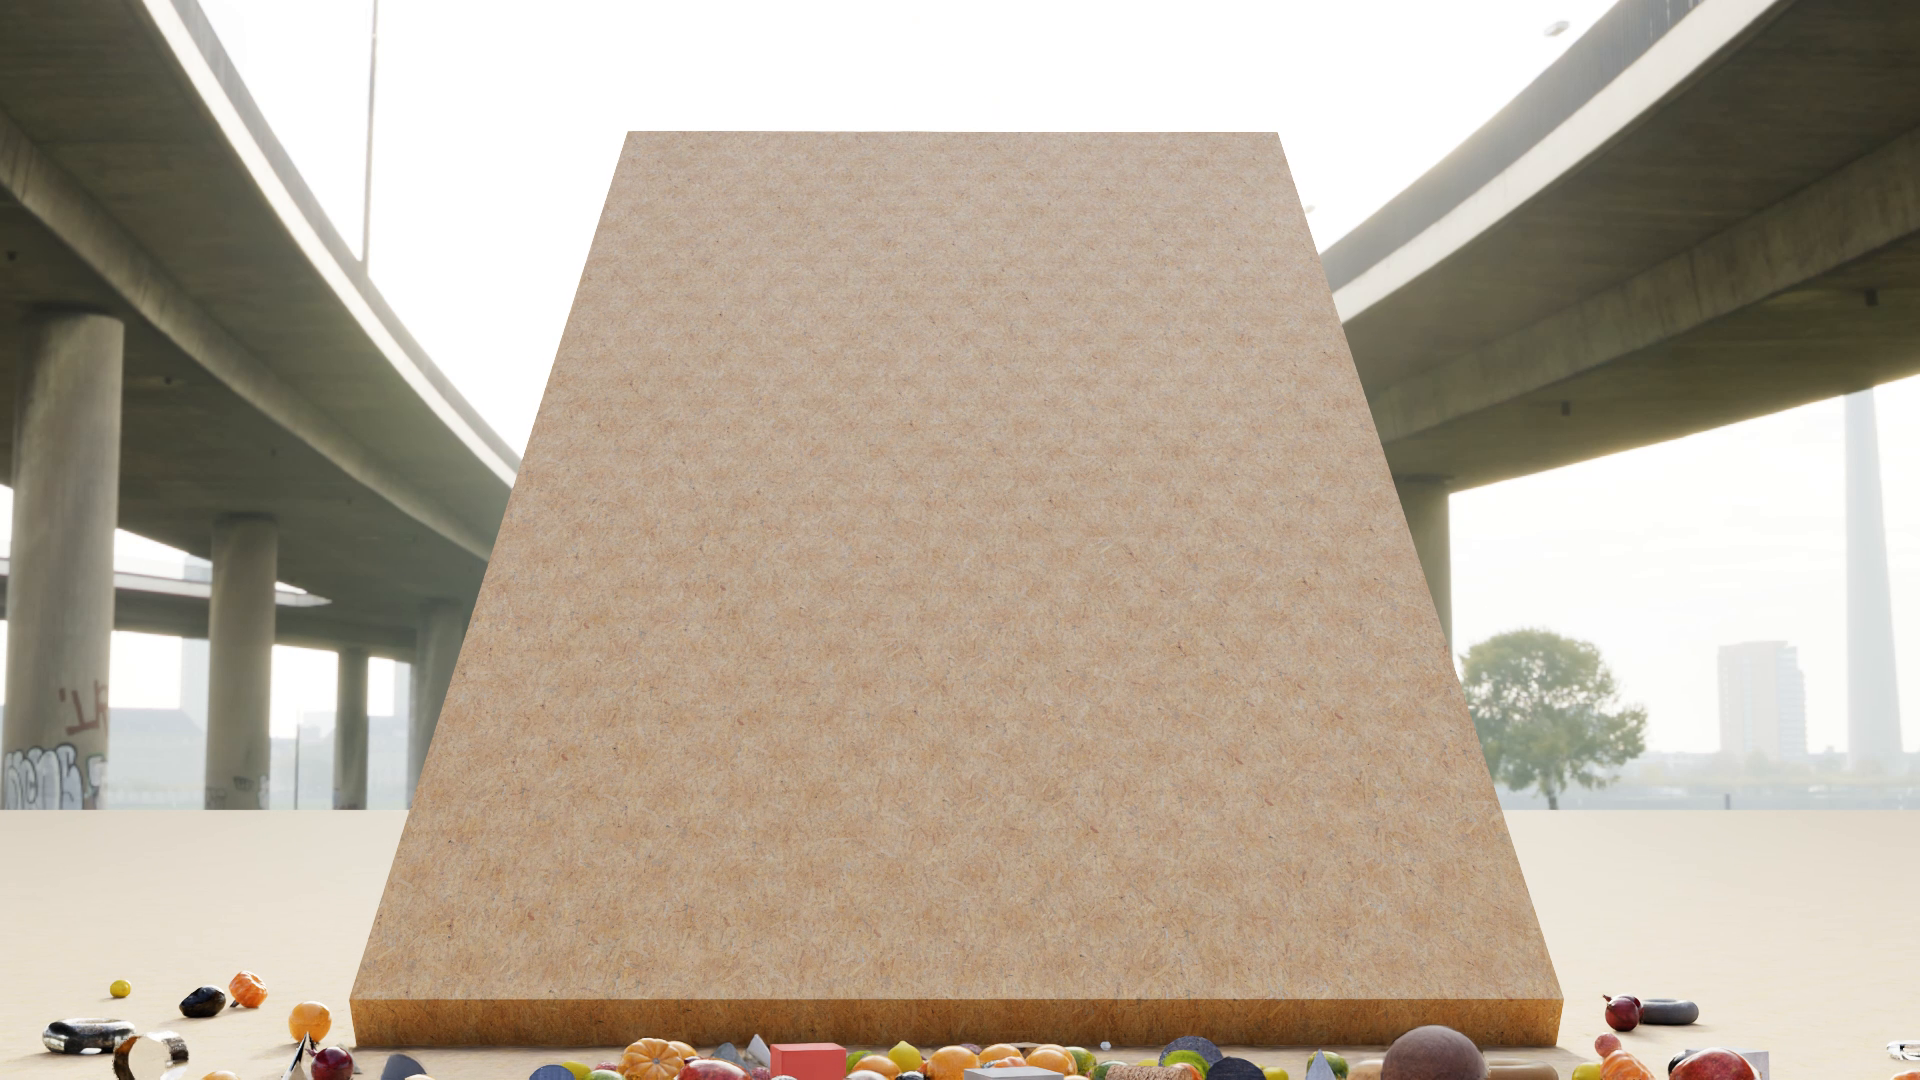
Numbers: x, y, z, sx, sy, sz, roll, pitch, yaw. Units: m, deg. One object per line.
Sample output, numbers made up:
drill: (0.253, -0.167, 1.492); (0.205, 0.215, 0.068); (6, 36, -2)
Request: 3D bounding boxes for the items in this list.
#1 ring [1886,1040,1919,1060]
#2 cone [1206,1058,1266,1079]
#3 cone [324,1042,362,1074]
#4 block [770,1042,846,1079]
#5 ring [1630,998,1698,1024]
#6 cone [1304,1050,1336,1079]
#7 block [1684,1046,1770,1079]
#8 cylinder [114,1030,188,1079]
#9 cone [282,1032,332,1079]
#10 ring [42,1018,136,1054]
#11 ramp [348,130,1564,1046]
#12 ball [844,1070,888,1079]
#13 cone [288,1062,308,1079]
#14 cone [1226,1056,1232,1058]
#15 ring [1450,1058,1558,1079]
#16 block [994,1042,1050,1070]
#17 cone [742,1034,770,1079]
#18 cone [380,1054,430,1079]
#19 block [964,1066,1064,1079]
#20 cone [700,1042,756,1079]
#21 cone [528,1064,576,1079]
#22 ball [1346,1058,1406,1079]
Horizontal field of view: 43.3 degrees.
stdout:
ring: (1.505, 0.806, 3.821); (0.080, 0.027, 0.080); (-1, -8, 0)
cone: (0.345, 0.722, 3.111); (0.086, 0.086, 0.086); (1, -33, -12)
cone: (-0.911, 0.783, 3.601); (0.053, 0.053, 0.053); (26, -4, 5)
block: (-0.198, 0.704, 3.154); (0.085, 0.085, 0.085); (2, -6, -14)
ring: (1.295, 0.867, 4.447); (0.122, 0.041, 0.122); (-1, -5, 0)
cone: (0.463, 0.696, 3.104); (0.089, 0.089, 0.089); (0, -6, 0)
block: (1.018, 0.714, 3.207); (0.075, 0.075, 0.075); (4, -7, -29)
cylinder: (-1.147, 0.738, 3.430); (0.077, 0.077, 0.077); (-1, -6, 6)
cone: (-0.950, 0.750, 3.518); (0.071, 0.071, 0.071); (0, -6, 0)
ring: (-1.416, 0.807, 3.937); (0.147, 0.049, 0.147); (1, -6, 0)
ramp: (-0.013, -0.208, 5.734); (2.000, 0.100, 4.000); (0, 30, 0)
ball: (-0.115, 0.684, 2.938); (0.078, 0.078, 0.078); (0, -6, 0)
cone: (-0.904, 0.736, 3.303); (0.052, 0.052, 0.052); (0, -6, 0)
cone: (0.390, 0.764, 3.418); (0.050, 0.050, 0.050); (30, 9, 28)
ring: (0.745, 0.739, 3.311); (0.146, 0.049, 0.146); (-1, -6, 0)
block: (0.089, 0.750, 3.454); (0.057, 0.057, 0.057); (4, -7, -31)
cone: (-0.276, 0.765, 3.485); (0.078, 0.078, 0.078); (26, -4, 5)
cone: (-0.744, 0.727, 3.146); (0.083, 0.083, 0.083); (-4, 19, 34)
block: (0.062, 0.664, 2.813); (0.090, 0.090, 0.090); (2, -7, -21)
cone: (-0.295, 0.740, 3.277); (0.088, 0.088, 0.088); (33, -19, -21)
cone: (-0.536, 0.735, 3.188); (0.067, 0.067, 0.067); (0, -33, -4)
ball: (0.524, 0.694, 3.043); (0.081, 0.081, 0.081); (0, -6, 0)
